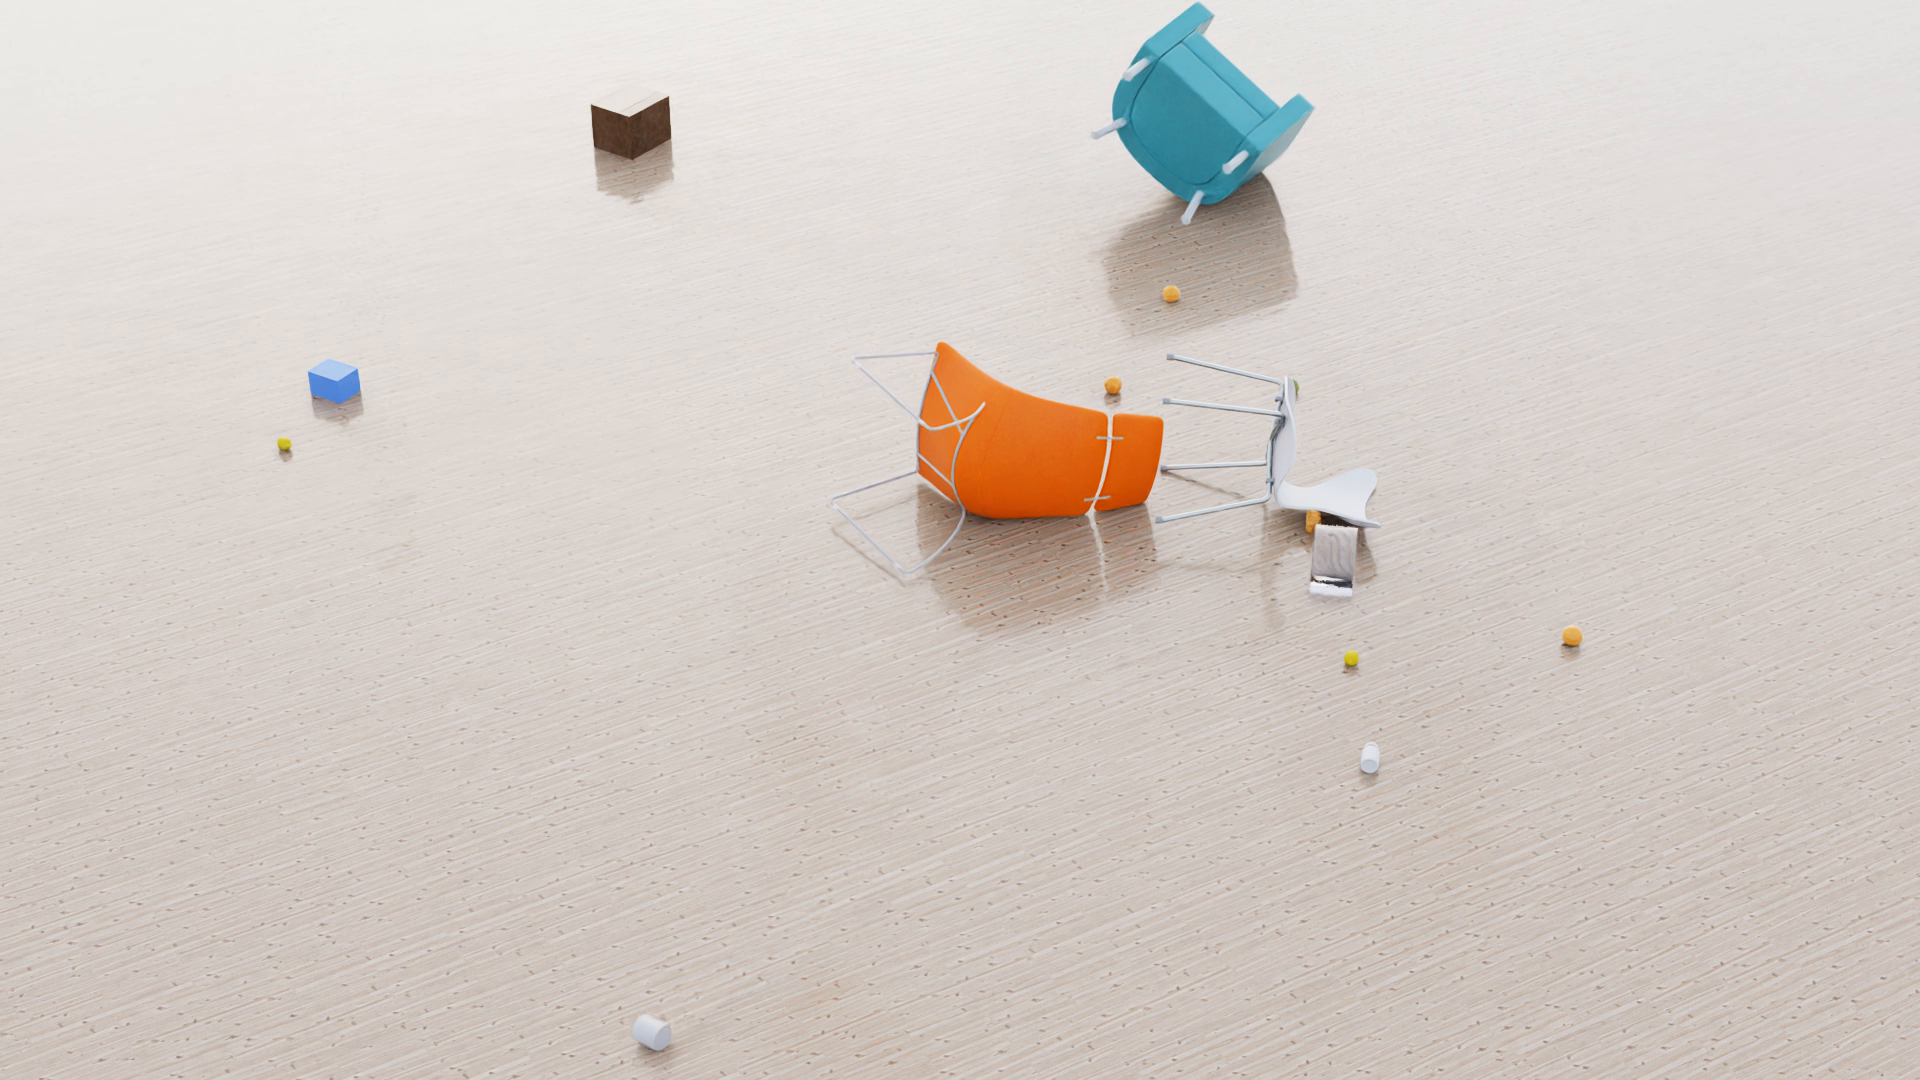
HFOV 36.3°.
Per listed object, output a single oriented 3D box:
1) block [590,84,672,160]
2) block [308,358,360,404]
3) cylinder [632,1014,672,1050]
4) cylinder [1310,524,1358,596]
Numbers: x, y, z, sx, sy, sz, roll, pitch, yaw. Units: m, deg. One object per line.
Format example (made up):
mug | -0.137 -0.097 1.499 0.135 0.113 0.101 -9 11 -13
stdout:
block | -1.538 -1.959 13.717 0.238 0.220 0.284 21 39 29
block | -2.523 -0.641 11.823 0.157 0.105 0.123 18 38 26
cylinder | -0.909 1.453 8.658 0.082 0.090 0.080 22 70 29
cylinder | 1.354 0.075 10.623 0.151 0.219 0.260 5 62 8
